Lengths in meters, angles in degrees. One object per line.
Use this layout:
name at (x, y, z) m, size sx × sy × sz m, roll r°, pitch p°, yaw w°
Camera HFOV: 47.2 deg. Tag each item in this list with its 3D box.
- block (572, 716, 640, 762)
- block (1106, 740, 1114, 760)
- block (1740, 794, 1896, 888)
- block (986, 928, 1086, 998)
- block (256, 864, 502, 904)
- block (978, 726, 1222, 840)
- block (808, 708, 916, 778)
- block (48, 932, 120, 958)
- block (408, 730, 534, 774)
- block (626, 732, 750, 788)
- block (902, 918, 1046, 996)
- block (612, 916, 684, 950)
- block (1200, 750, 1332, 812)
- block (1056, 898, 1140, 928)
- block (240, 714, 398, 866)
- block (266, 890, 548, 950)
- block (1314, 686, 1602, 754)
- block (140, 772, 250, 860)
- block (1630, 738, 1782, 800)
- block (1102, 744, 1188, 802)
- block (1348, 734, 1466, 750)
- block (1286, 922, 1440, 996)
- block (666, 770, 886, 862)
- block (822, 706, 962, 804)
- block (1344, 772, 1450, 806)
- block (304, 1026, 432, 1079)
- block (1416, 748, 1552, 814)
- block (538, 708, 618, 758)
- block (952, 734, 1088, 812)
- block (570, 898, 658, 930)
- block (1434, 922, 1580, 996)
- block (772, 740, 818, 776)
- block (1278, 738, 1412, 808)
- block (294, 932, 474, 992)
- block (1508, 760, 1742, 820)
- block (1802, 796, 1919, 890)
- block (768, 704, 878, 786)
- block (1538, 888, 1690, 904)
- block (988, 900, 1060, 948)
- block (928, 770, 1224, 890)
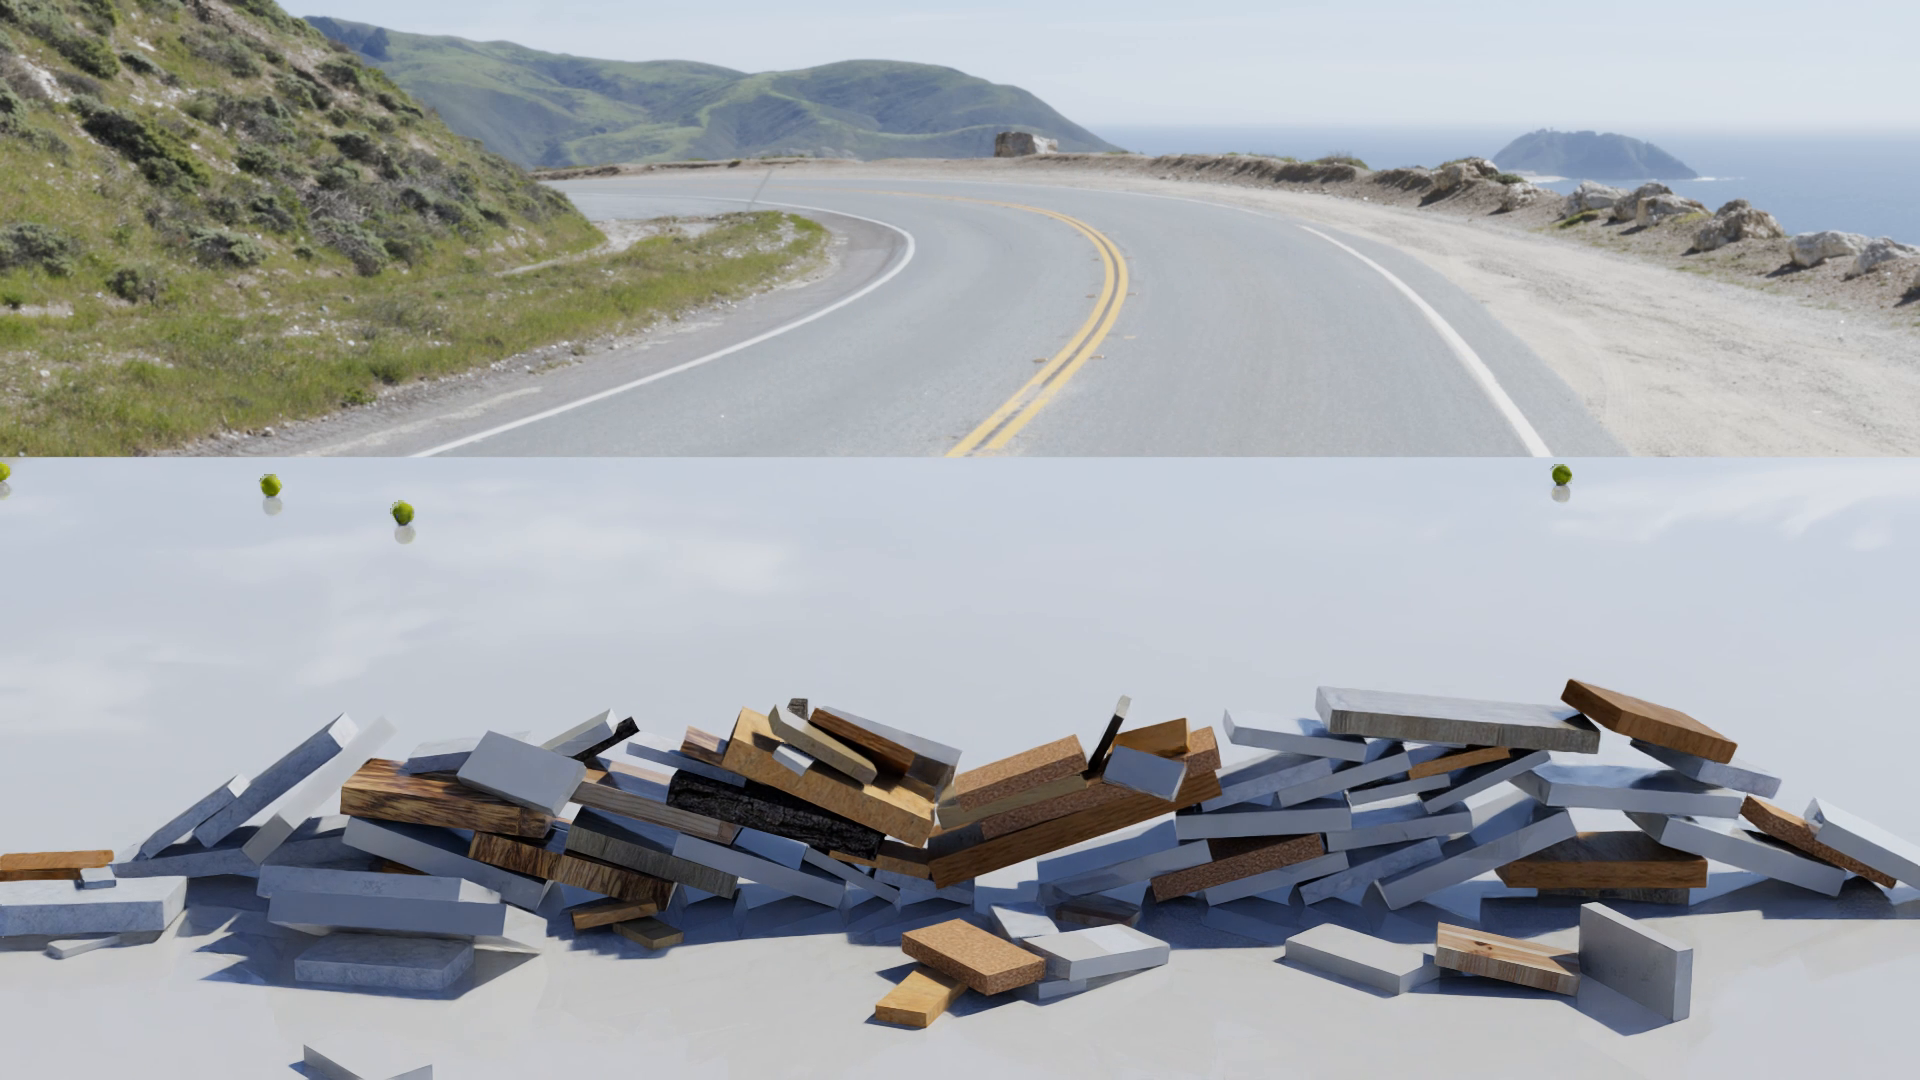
block at (-0.614, 0.347, 3.705) m, size 0.151 × 0.021 × 0.076 m, roll -29°, pitch 6°, yaw -10°
block at (0.309, 0.336, 3.625) m, size 0.127 × 0.018 × 0.063 m, roll -16°, pitch 11°, yaw 18°
block at (1.450, 0.509, 3.713) m, size 0.241 × 0.034 × 0.121 m, roll 24°, pitch 8°, yaw -3°
block at (0.099, 0.639, 3.341) m, size 0.079 × 0.022 × 0.232 m, roll -5°, pitch 12°, yaw -26°
block at (-0.920, 0.562, 3.492) m, size 0.334 × 0.047 × 0.167 m, roll 2°, pitch -17°, yaw 11°
block at (0.228, 0.397, 3.602) m, size 0.401 × 0.035 × 0.123 m, roll -18°, pitch 10°, yaw 7°
block at (-0.167, 0.337, 3.641) m, size 0.182 × 0.026 × 0.091 m, roll 24°, pitch -22°, yaw -1°
block at (-1.365, 0.628, 3.428) m, size 0.047 × 0.013 × 0.095 m, roll 9°, pitch 13°, yaw 40°
block at (-0.822, 0.357, 3.704) m, size 0.192 × 0.027 × 0.096 m, roll -7°, pitch 10°, yaw 1°
block at (-0.444, 0.363, 3.642) m, size 0.206 × 0.021 × 0.076 m, roll 15°, pitch 11°, yaw 6°
block at (0.019, 0.622, 3.290) m, size 0.107 × 0.030 × 0.214 m, roll -8°, pitch 13°, yaw -36°
block at (-0.493, 0.618, 3.473) m, size 0.057 × 0.016 × 0.114 m, roll -9°, pitch 14°, yaw -41°
block at (0.499, 0.388, 3.631) m, size 0.219 × 0.031 × 0.109 m, roll -17°, pitch 10°, yaw 5°
block at (0.222, 0.604, 3.544) m, size 0.122 × 0.017 × 0.061 m, roll 6°, pitch 12°, yaw 29°
block at (-1.070, 0.416, 3.680) m, size 0.143 × 0.040 × 0.285 m, roll -40°, pitch 8°, yaw 38°
block at (-0.844, 0.583, 3.368) m, size 0.380 × 0.047 × 0.167 m, roll 1°, pitch -17°, yaw 12°
block at (0.813, 0.295, 3.608) m, size 0.438 × 0.039 × 0.136 m, roll 5°, pitch 12°, yaw -2°
block at (-1.294, 0.466, 3.722) m, size 0.181 × 0.026 × 0.090 m, roll -35°, pitch 10°, yaw 1°
block at (1.279, 0.381, 3.767) m, size 0.273 × 0.039 × 0.136 m, roll 15°, pitch 11°, yaw -42°
block at (0.295, 0.372, 3.516) m, size 0.121 × 0.061 × 0.017 m, roll 14°, pitch -26°, yaw 26°
block at (0.733, 0.315, 3.617) m, size 0.189 × 0.018 × 0.063 m, roll 6°, pitch 11°, yaw 4°
block at (0.611, 0.635, 3.345) m, size 0.105 × 0.030 × 0.210 m, roll -10°, pitch 15°, yaw -43°
block at (-0.294, 0.437, 3.643) m, size 0.352 × 0.050 × 0.176 m, roll 15°, pitch 10°, yaw 3°
block at (-0.125, 0.366, 3.724) m, size 0.247 × 0.123 × 0.035 m, roll 18°, pitch 50°, yaw 6°
block at (0.720, 0.400, 3.633) m, size 0.165 × 0.023 × 0.082 m, roll -12°, pitch 11°, yaw 4°
block at (-0.801, 0.706, 2.972) m, size 0.090 × 0.026 × 0.181 m, roll -10°, pitch 15°, yaw -44°
block at (0.858, 0.384, 3.623) m, size 0.217 × 0.023 × 0.082 m, roll -25°, pitch 13°, yaw 4°
block at (-0.666, 0.348, 3.681) m, size 0.192 × 0.027 × 0.096 m, roll -28°, pitch 9°, yaw 1°
block at (0.098, 0.377, 3.567) m, size 0.214 × 0.030 × 0.107 m, roll -19°, pitch 11°, yaw 0°
block at (-0.552, 0.596, 3.512) m, size 0.131 × 0.018 × 0.065 m, roll -9°, pitch 0°, yaw -15°
block at (0.820, 0.628, 3.299) m, size 0.210 × 0.030 × 0.105 m, roll 11°, pitch 13°, yaw 11°
block at (-0.261, 0.344, 3.528) m, size 0.057 × 0.016 × 0.114 m, roll 32°, pitch 11°, yaw 4°
block at (0.627, 0.380, 3.627) m, size 0.219 × 0.031 × 0.109 m, roll -18°, pitch 10°, yaw 6°
block at (-0.869, 0.637, 3.327) m, size 0.235 × 0.033 × 0.117 m, roll 2°, pitch 11°, yaw 10°
block at (1.102, 0.412, 3.655) m, size 0.368 × 0.038 × 0.134 m, roll 6°, pitch 11°, yaw -18°
block at (1.542, 0.521, 3.645) m, size 0.268 × 0.038 × 0.134 m, roll 26°, pitch 15°, yaw 7°
block at (-0.224, 0.332, 3.565) m, size 0.182 × 0.026 × 0.091 m, roll 30°, pitch 6°, yaw -15°
block at (1.096, 0.567, 3.700) m, size 0.241 × 0.034 × 0.121 m, roll 3°, pitch 11°, yaw 13°
block at (0.100, 0.601, 3.427) m, size 0.079 × 0.022 × 0.158 m, roll -1°, pitch 10°, yaw -12°
block at (0.185, 0.450, 3.640) m, size 0.488 × 0.050 × 0.176 m, roll -19°, pitch 10°, yaw 3°
